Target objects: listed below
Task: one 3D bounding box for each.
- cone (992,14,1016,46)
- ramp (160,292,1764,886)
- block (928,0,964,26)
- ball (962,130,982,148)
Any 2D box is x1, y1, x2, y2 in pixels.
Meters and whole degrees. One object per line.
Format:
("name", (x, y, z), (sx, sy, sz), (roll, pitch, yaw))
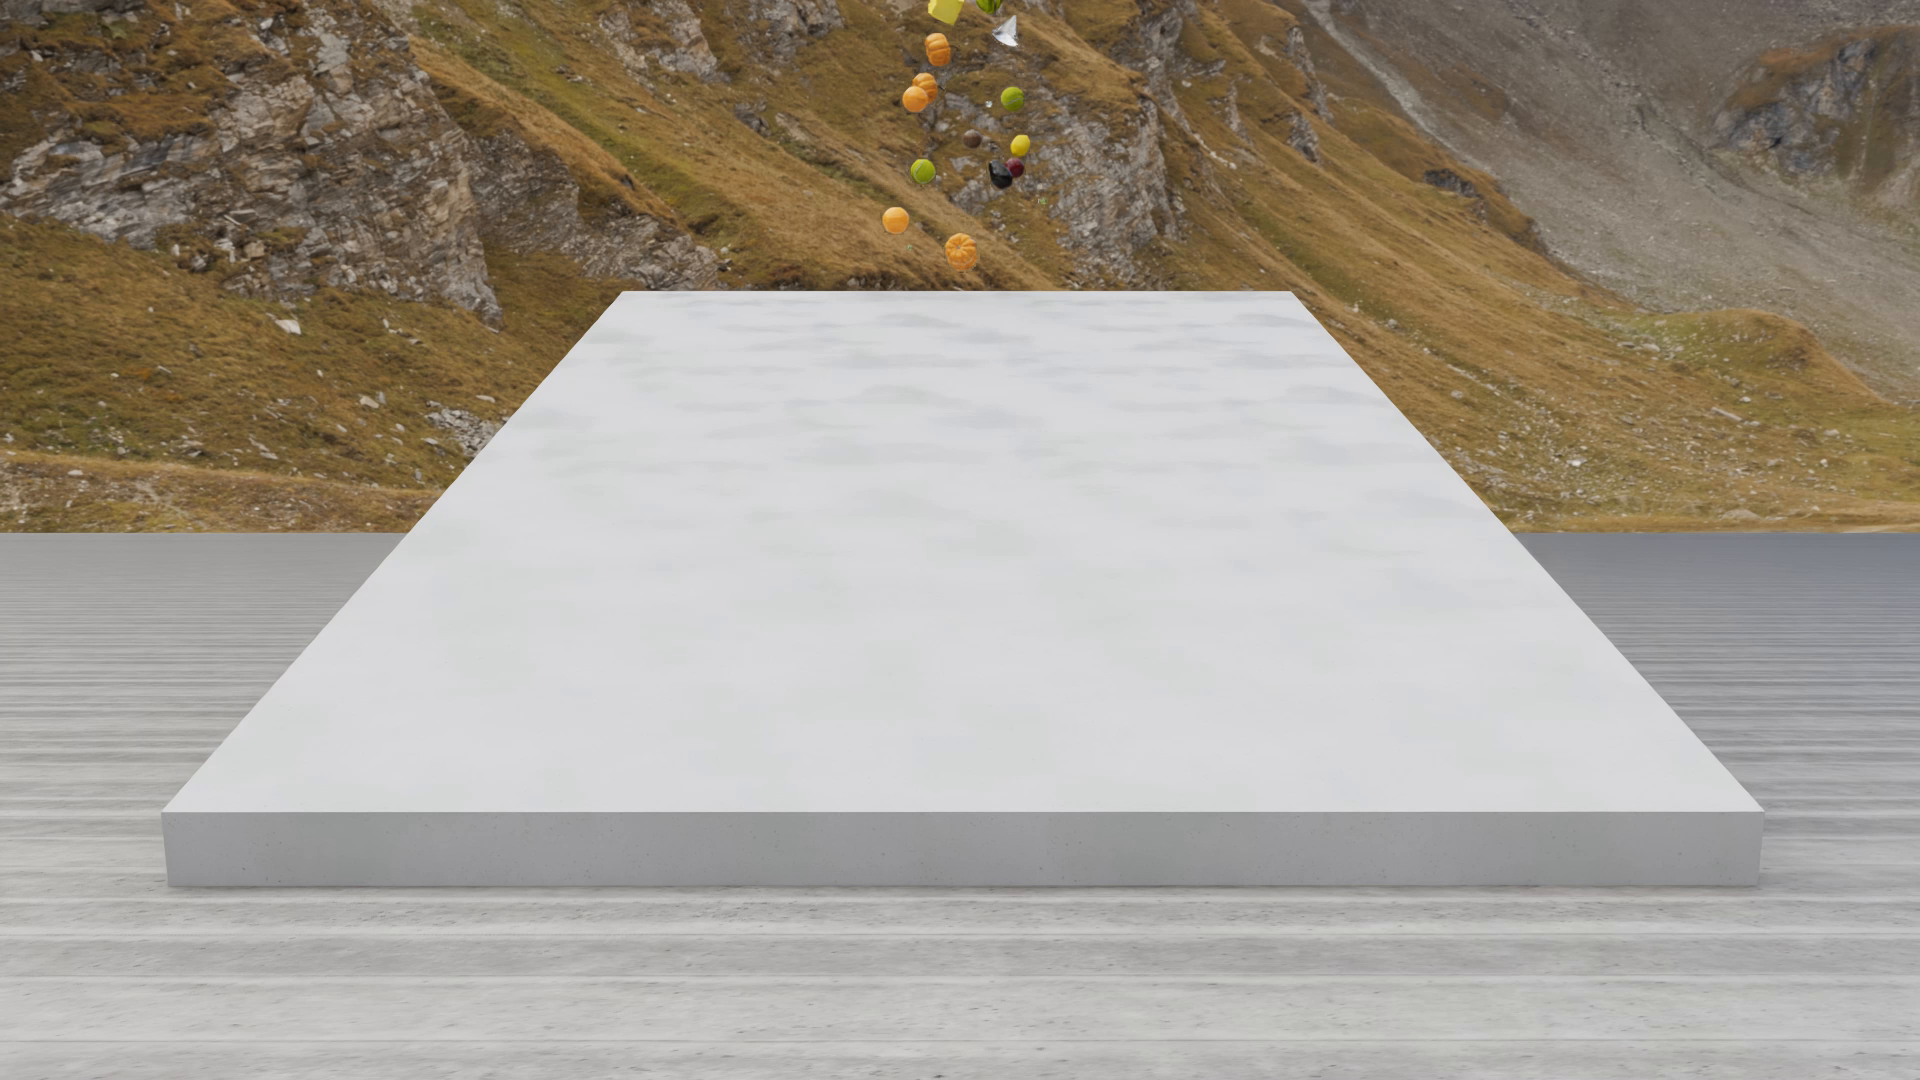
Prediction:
("cone", (0.146, -1.486, 6.366), (0.082, 0.082, 0.082), (27, -6, 3))
("ramp", (-0.002, -0.155, 4.685), (2.000, 0.100, 4.000), (0, 16, 0))
("block", (-0.042, -1.586, 6.530), (0.077, 0.077, 0.077), (20, 27, -18))
("ball", (0.037, -1.193, 6.562), (0.056, 0.056, 0.056), (0, 0, 0))
